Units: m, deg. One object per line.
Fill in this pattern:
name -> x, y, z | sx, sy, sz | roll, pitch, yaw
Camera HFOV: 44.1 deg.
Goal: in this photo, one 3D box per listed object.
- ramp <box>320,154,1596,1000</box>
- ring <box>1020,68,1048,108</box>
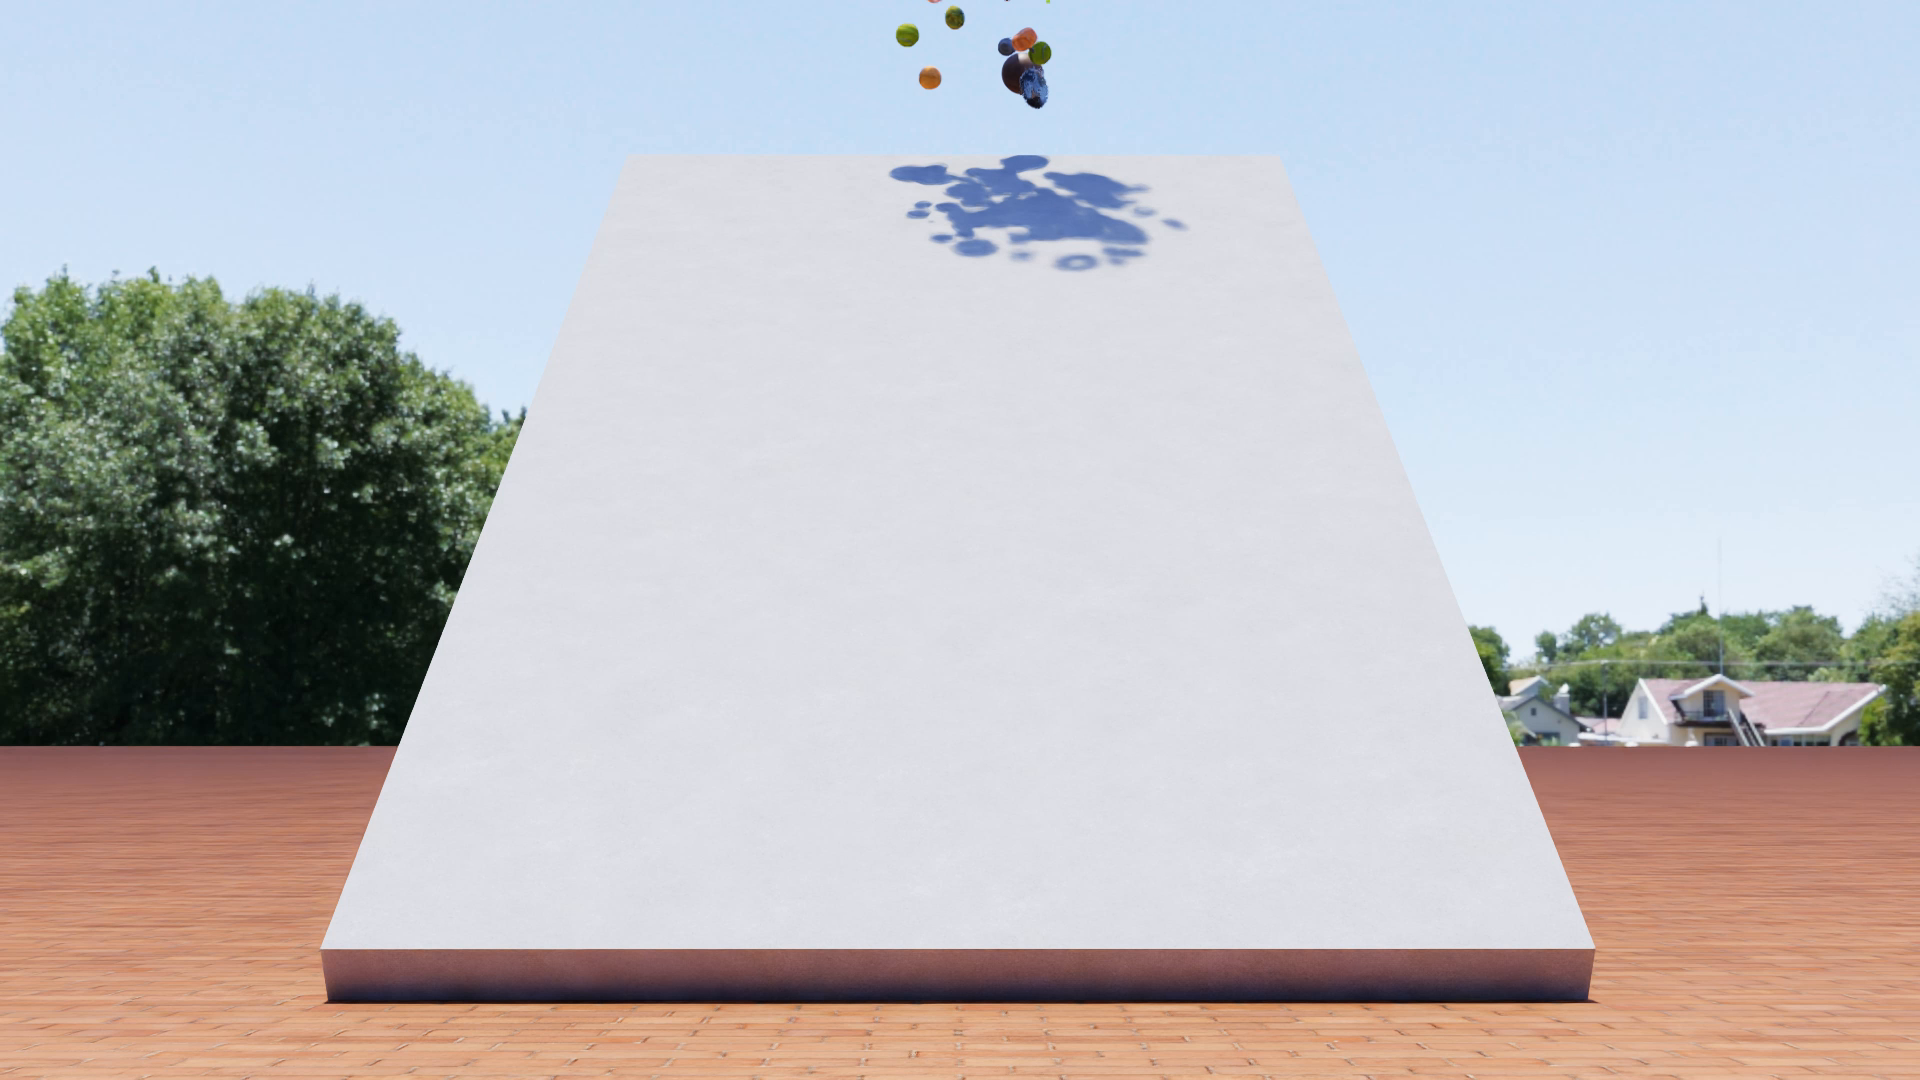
ramp -> -0.011, -0.226, 5.524 | 2.000, 0.100, 4.000 | 0, 27, 0
ring -> 0.215, -1.301, 6.836 | 0.039, 0.116, 0.116 | -8, -8, 34
